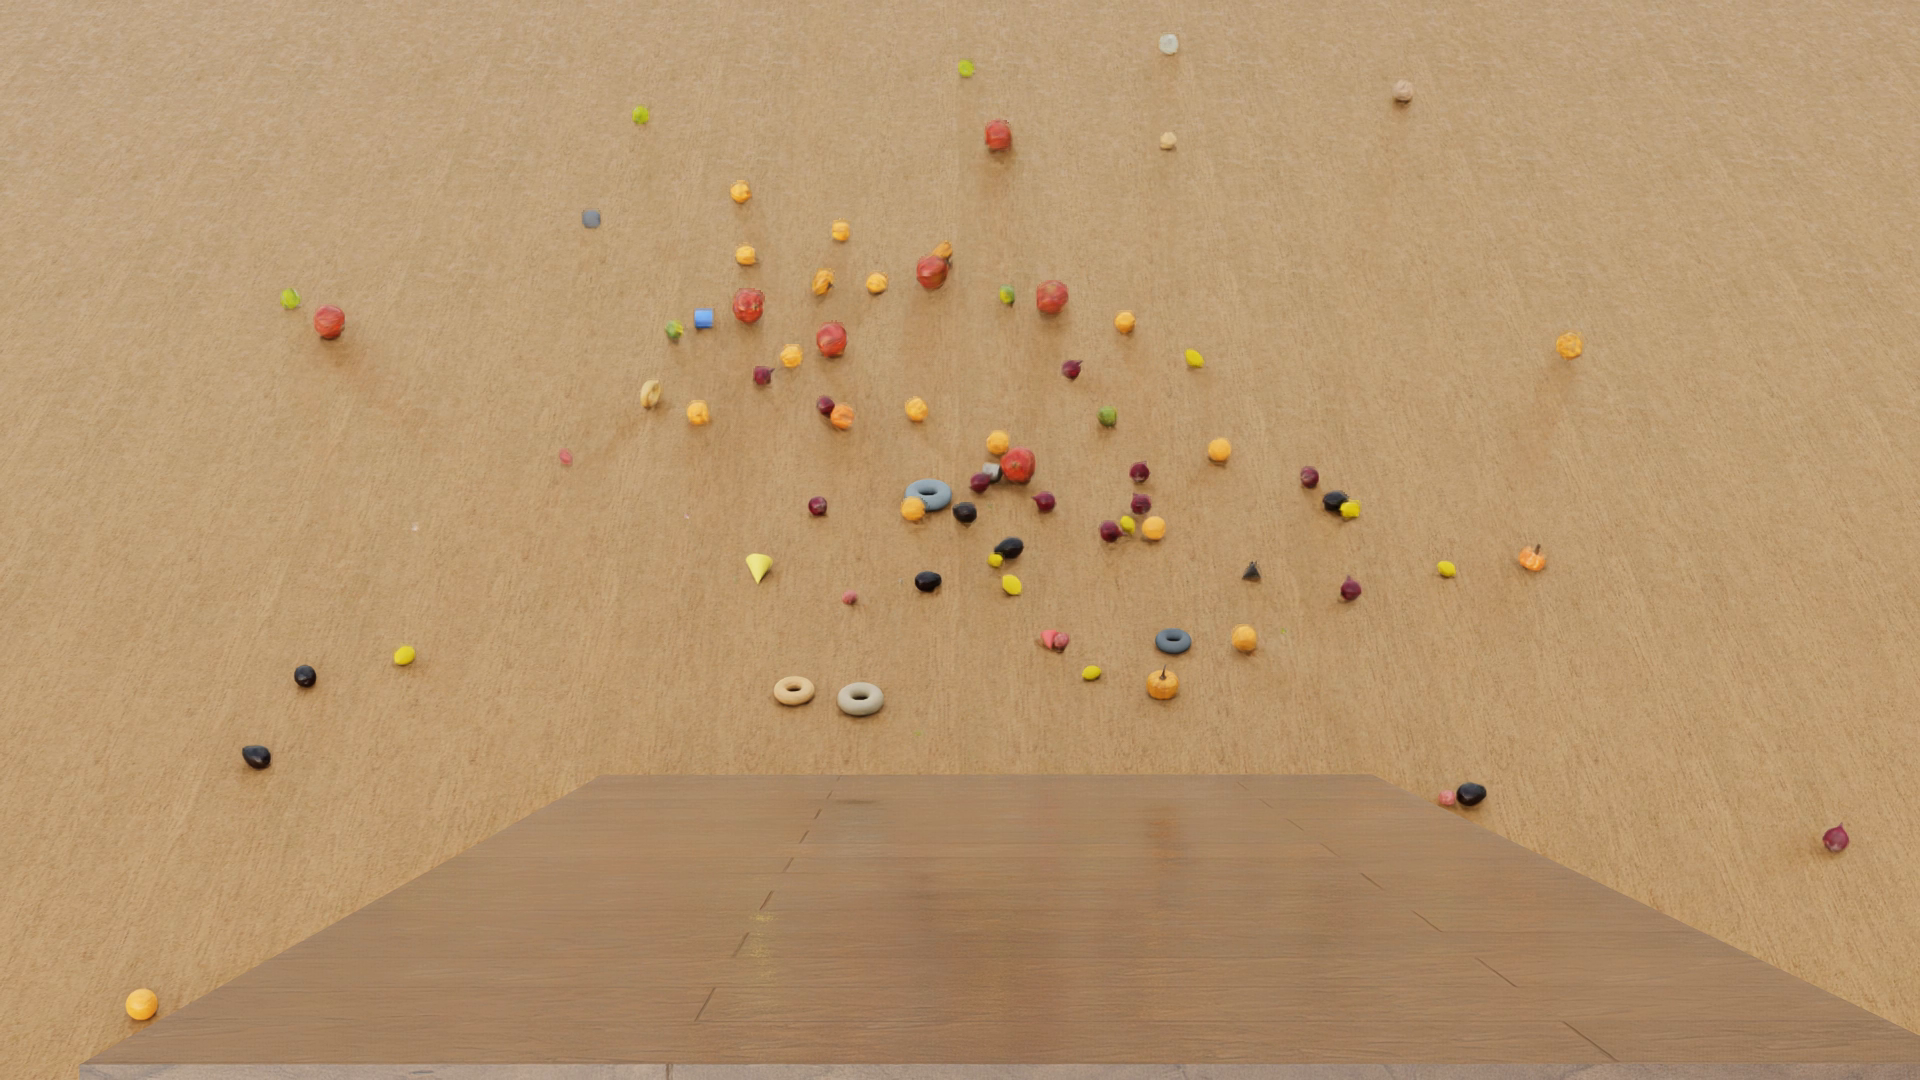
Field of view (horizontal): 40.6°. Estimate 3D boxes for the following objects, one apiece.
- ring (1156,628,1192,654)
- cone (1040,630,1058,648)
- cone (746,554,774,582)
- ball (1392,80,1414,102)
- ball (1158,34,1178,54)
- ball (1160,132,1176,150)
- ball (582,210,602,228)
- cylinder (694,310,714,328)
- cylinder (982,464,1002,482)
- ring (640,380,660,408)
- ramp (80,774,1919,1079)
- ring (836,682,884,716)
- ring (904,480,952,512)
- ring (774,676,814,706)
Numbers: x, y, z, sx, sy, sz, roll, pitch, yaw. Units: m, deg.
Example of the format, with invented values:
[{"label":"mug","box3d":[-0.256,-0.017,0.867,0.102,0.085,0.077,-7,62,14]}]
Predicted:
[{"label":"ring","box3d":[0.606,0.287,7.364,0.104,0.035,0.104,0,31,0]},{"label":"cone","box3d":[0.254,0.290,7.369,0.052,0.052,0.052,-2,59,-3]},{"label":"cone","box3d":[-0.595,0.096,7.665,0.080,0.080,0.080,2,59,3]},{"label":"ball","box3d":[1.832,-1.854,10.700,0.090,0.090,0.090,0,32,0]},{"label":"ball","box3d":[0.897,-2.130,11.141,0.087,0.087,0.087,0,32,0]},{"label":"ball","box3d":[0.829,-1.585,10.297,0.066,0.066,0.066,0,32,0]},{"label":"ball","box3d":[-1.375,-1.197,9.678,0.070,0.070,0.070,0,32,0]},{"label":"cylinder","box3d":[-0.890,-0.768,9.008,0.060,0.060,0.060,-4,33,-6]},{"label":"cylinder","box3d":[0.100,-0.211,8.135,0.052,0.052,0.052,9,33,17]},{"label":"ring","box3d":[-1.018,-0.482,8.520,0.032,0.095,0.095,20,37,24]},{"label":"ramp","box3d":[0.072,0.631,4.728,2.000,0.100,4.000,0,-1,0]},{"label":"ring","box3d":[-0.273,0.437,7.119,0.130,0.043,0.130,-1,31,1]},{"label":"ring","box3d":[-0.098,-0.139,8.025,0.149,0.050,0.149,-1,33,1]},{"label":"ring","box3d":[-0.458,0.416,7.156,0.114,0.038,0.114,-1,31,0]}]
